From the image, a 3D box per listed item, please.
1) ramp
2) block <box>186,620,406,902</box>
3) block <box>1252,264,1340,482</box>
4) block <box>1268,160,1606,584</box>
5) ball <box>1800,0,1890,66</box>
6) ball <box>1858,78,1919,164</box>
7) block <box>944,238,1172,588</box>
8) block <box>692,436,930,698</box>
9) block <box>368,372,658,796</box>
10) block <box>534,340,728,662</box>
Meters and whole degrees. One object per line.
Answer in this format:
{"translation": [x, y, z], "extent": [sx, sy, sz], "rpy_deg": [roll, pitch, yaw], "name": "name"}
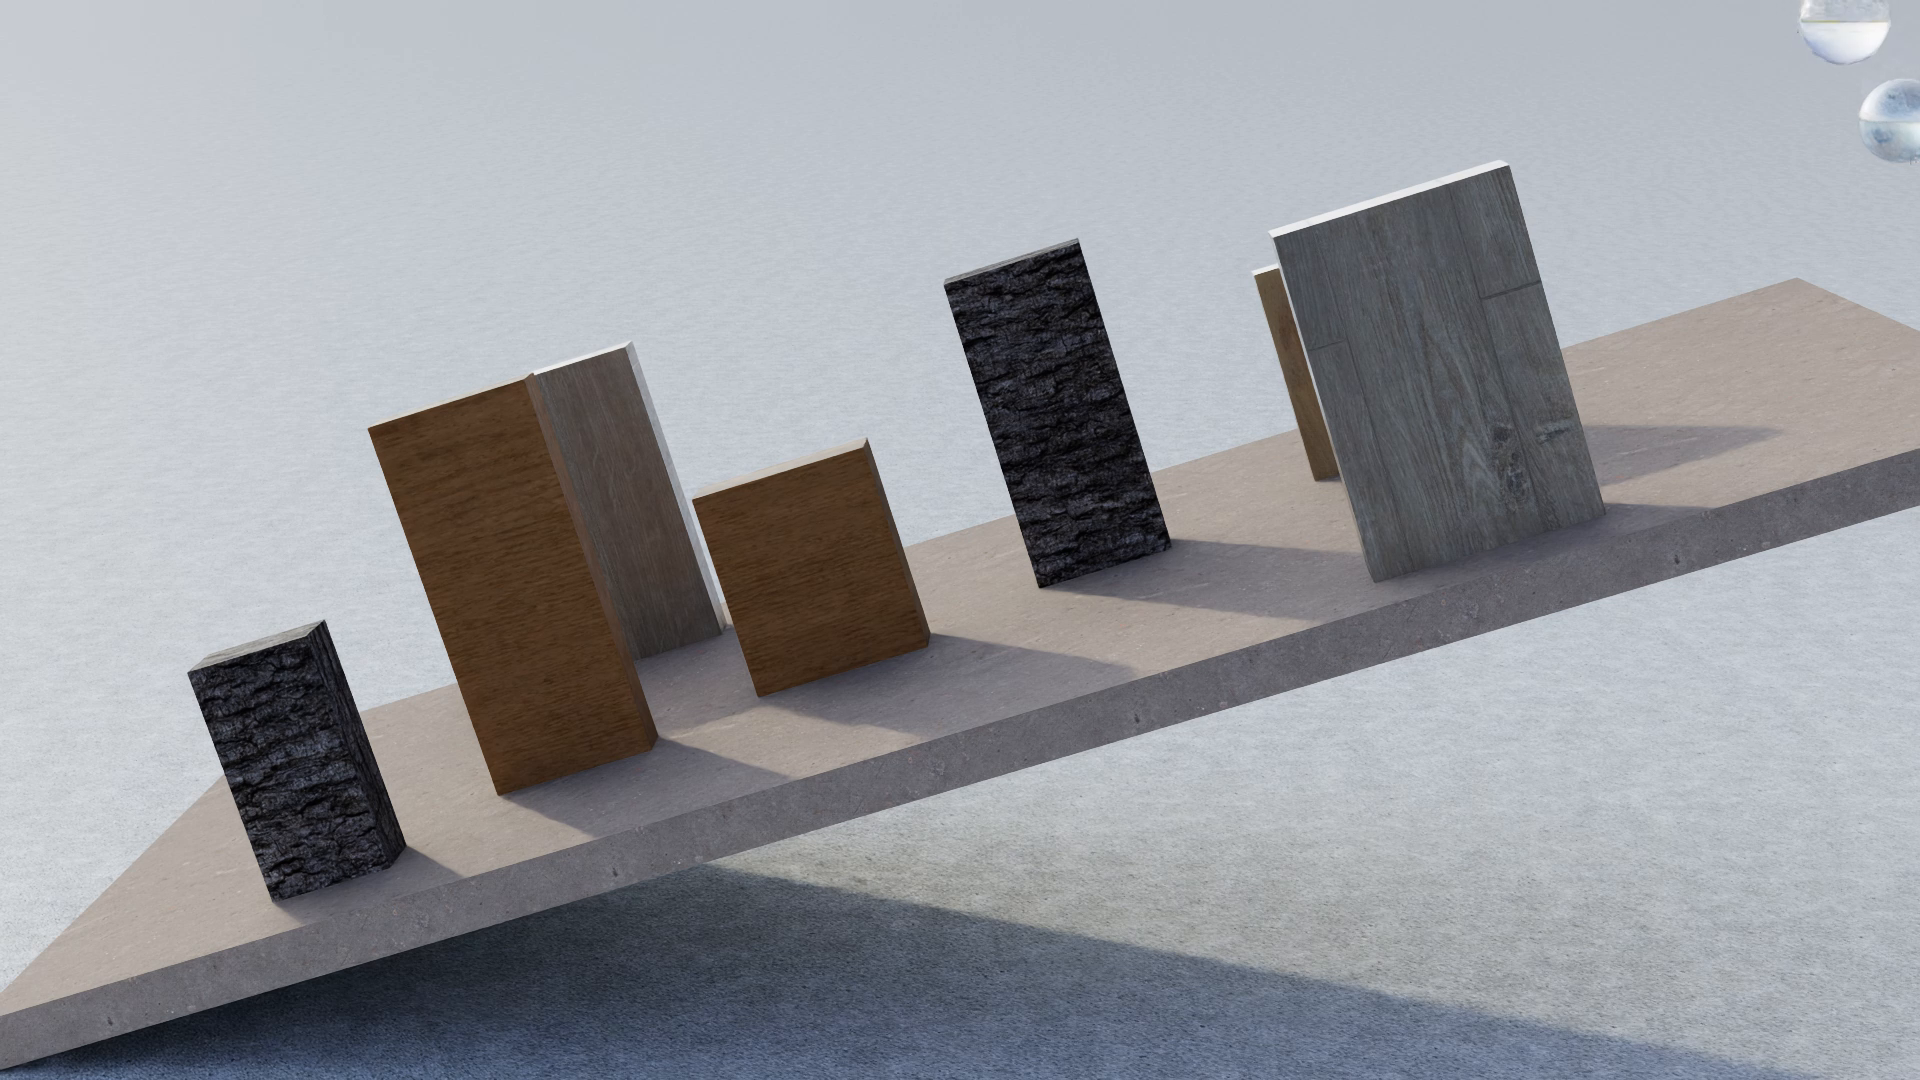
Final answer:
{"translation": [0.098, 0.184, 6.313], "extent": [4.000, 0.100, 2.000], "rpy_deg": [-17, 10, 5], "name": "ramp"}
{"translation": [-1.286, 0.429, 5.720], "extent": [0.243, 0.481, 0.148], "rpy_deg": [-17, 10, 5], "name": "block"}
{"translation": [0.900, -0.418, 6.504], "extent": [0.385, 0.480, 0.082], "rpy_deg": [-17, 10, 5], "name": "block"}
{"translation": [0.880, -0.310, 5.428], "extent": [0.441, 0.670, 0.123], "rpy_deg": [-17, 10, 5], "name": "block"}
{"translation": [1.772, -1.039, 5.892], "extent": [0.176, 0.176, 0.176], "rpy_deg": [0, 11, 0], "name": "ball"}
{"translation": [1.968, -0.875, 6.143], "extent": [0.175, 0.175, 0.175], "rpy_deg": [0, 11, 0], "name": "ball"}
{"translation": [0.211, -0.271, 6.309], "extent": [0.298, 0.686, 0.115], "rpy_deg": [-17, 10, 5], "name": "block"}
{"translation": [-0.308, 0.057, 6.150], "extent": [0.372, 0.440, 0.131], "rpy_deg": [-17, 10, 5], "name": "block"}
{"translation": [-0.902, 0.091, 5.969], "extent": [0.332, 0.795, 0.108], "rpy_deg": [-17, 10, 5], "name": "block"}
{"translation": [-0.796, -0.084, 6.943], "extent": [0.273, 0.716, 0.115], "rpy_deg": [-17, 10, 5], "name": "block"}
